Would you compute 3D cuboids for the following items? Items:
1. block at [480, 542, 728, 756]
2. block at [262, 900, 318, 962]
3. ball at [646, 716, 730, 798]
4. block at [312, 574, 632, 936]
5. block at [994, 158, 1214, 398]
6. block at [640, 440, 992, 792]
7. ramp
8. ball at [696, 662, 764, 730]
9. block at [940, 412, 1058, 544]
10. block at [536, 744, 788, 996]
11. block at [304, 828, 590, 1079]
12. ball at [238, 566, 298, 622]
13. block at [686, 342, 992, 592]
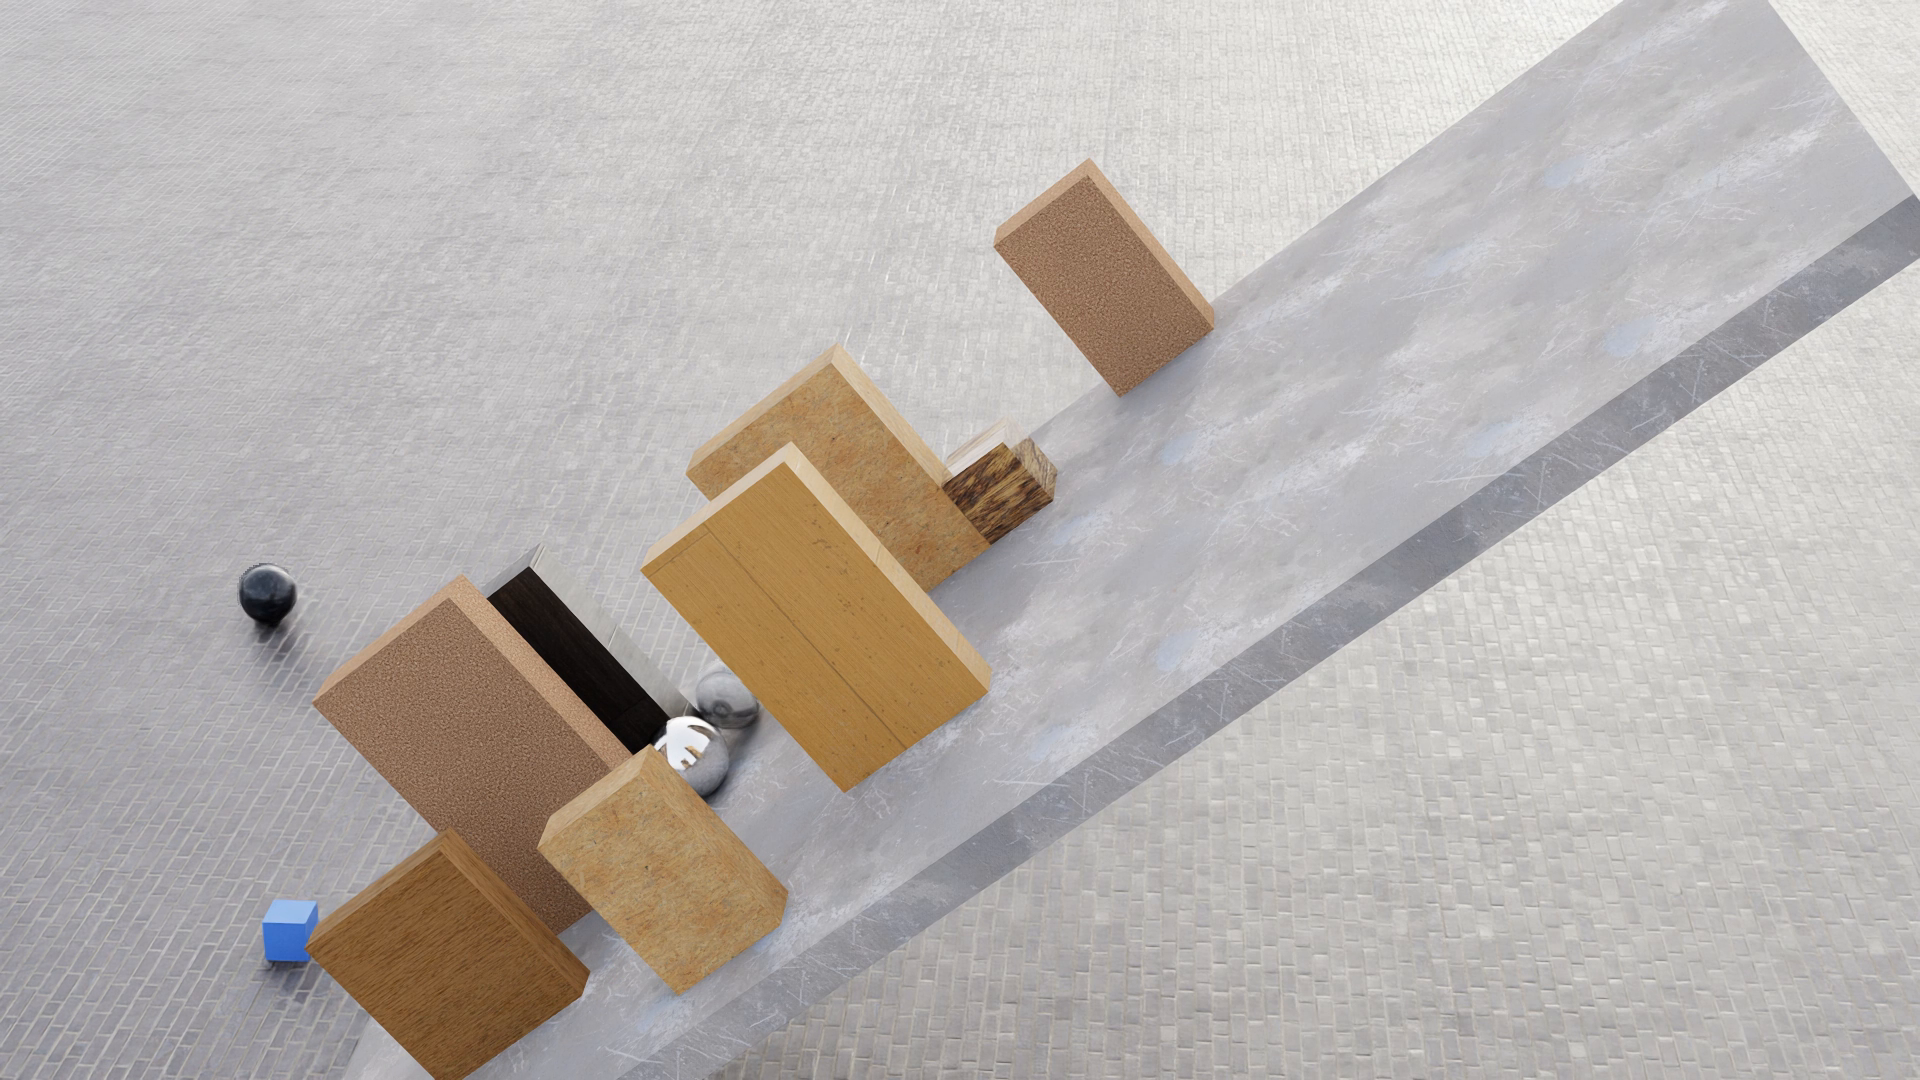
[{"bbox_3d":[-0.901,0.371,6.843,0.364,0.654,0.135,-36,16,18],"label":"block"},{"bbox_3d":[-1.723,1.007,7.582,0.112,0.112,0.112,1,24,3],"label":"block"},{"bbox_3d":[-0.622,0.498,6.697,0.195,0.195,0.195,0,24,0],"label":"ball"},{"bbox_3d":[-1.017,0.495,6.569,0.423,0.768,0.126,-36,16,18],"label":"block"},{"bbox_3d":[0.340,-0.615,6.914,0.280,0.476,0.141,-36,16,18],"label":"block"},{"bbox_3d":[-0.289,0.163,5.991,0.386,0.639,0.109,-36,16,18],"label":"block"},{"bbox_3d":[0.121,0.185,6.341,4.000,0.100,2.000,-36,16,18],"label":"ramp"},{"bbox_3d":[-0.541,0.364,6.923,0.164,0.164,0.164,0,24,0],"label":"ball"},{"bbox_3d":[0.092,-0.142,6.768,0.182,0.182,0.182,-36,16,19],"label":"block"},{"bbox_3d":[-0.581,0.649,5.777,0.269,0.417,0.129,-36,16,18],"label":"block"},{"bbox_3d":[-1.090,0.895,6.263,0.400,0.443,0.097,-36,16,18],"label":"block"},{"bbox_3d":[-2.209,0.172,9.391,0.184,0.184,0.184,0,24,0],"label":"ball"},{"bbox_3d":[-0.274,-0.095,6.785,0.441,0.567,0.136,-36,16,18],"label":"block"}]
